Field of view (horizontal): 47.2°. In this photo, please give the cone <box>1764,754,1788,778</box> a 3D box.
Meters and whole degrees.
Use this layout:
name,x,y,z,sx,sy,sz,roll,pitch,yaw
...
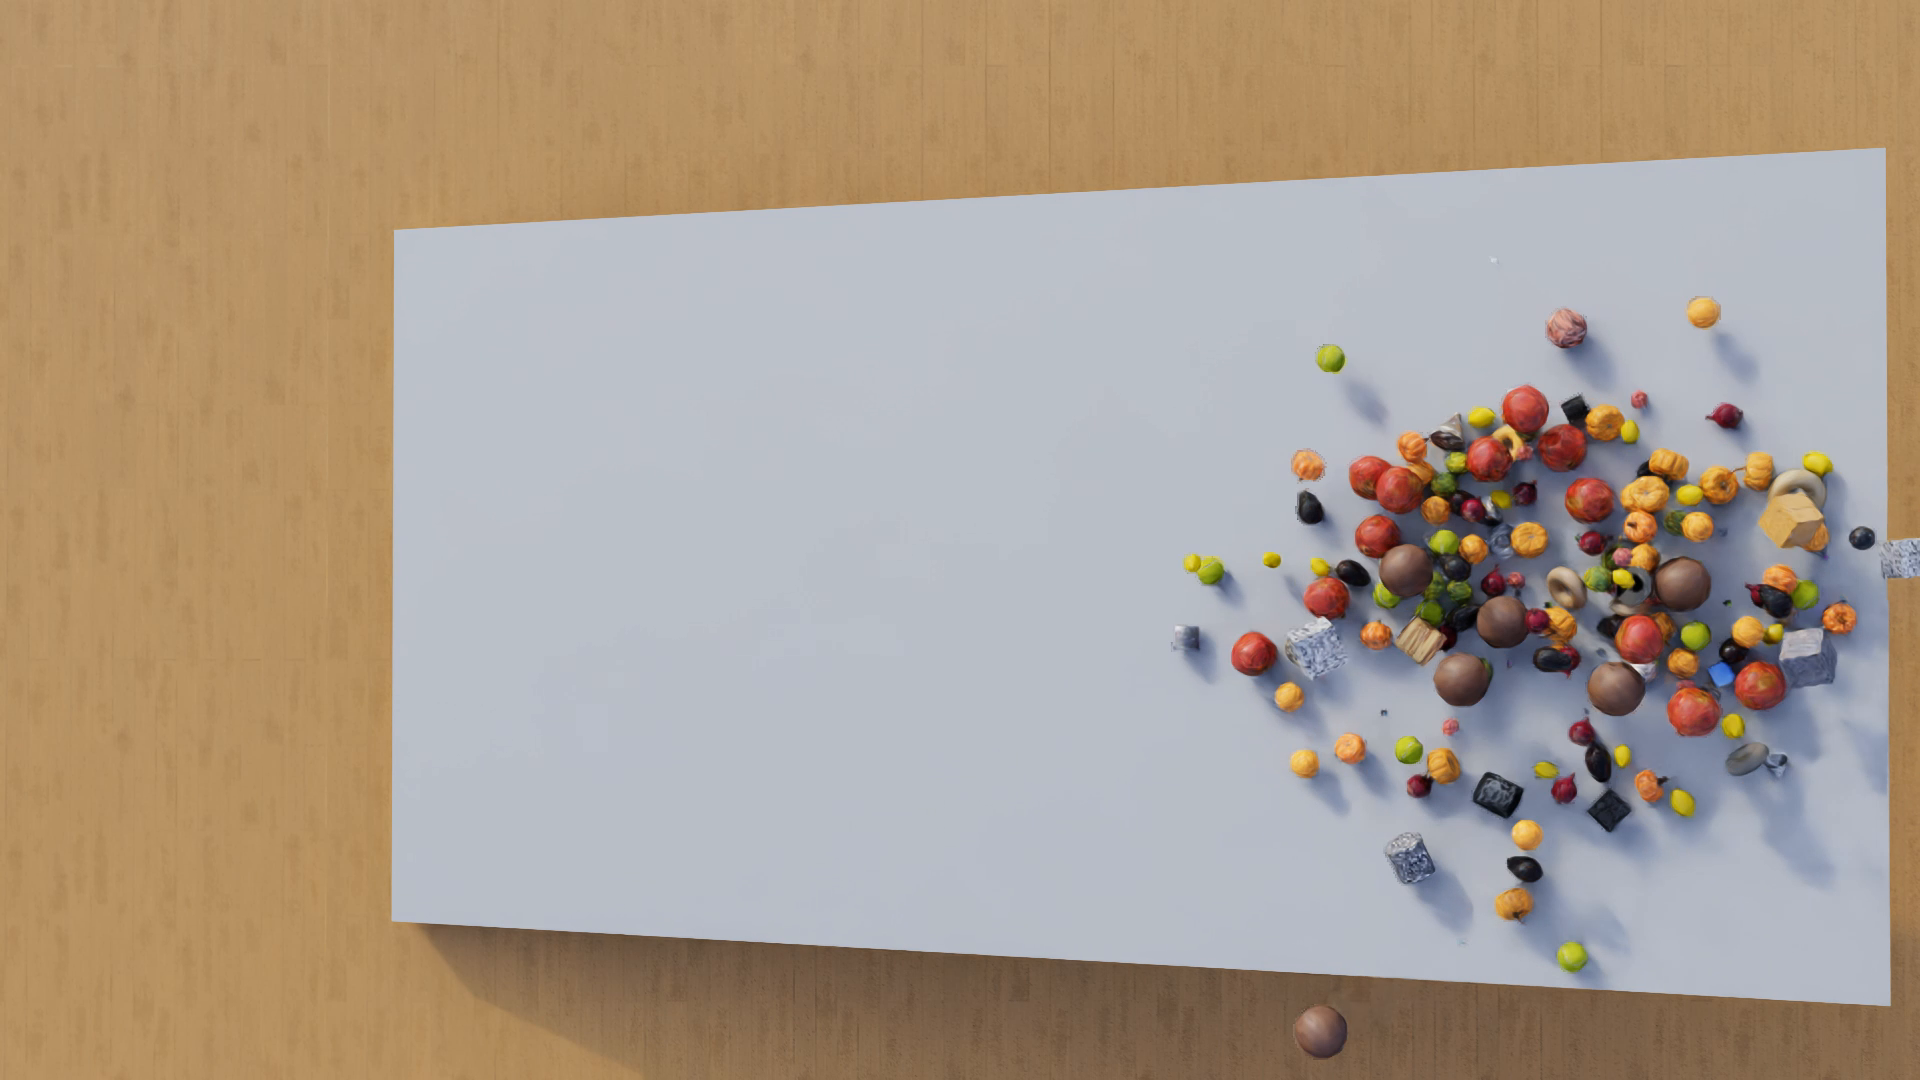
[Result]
name,x,y,z,sx,sy,sz,roll,pitch,yaw
cone,1.928,0.541,5.179,0.055,0.055,0.055,-27,113,0

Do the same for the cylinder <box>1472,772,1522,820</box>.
name,x,y,z,sx,sy,sz,roll,pitch,yaw
cylinder,1.306,0.620,5.341,0.087,0.087,0.087,29,89,29

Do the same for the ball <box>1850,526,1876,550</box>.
name,x,y,z,sx,sy,sz,roll,pitch,yaw
ball,2.079,-0.004,5.066,0.056,0.056,0.056,0,89,0

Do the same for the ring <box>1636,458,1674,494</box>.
name,x,y,z,sx,sy,sz,roll,pitch,yaw
ring,1.667,-0.152,5.273,0.086,0.029,0.086,2,94,20

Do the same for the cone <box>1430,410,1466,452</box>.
name,x,y,z,sx,sy,sz,roll,pitch,yaw
cone,1.215,-0.281,5.416,0.091,0.091,0.091,24,69,0

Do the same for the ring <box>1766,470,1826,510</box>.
name,x,y,z,sx,sy,sz,roll,pitch,yaw
ring,1.959,-0.103,5.147,0.134,0.045,0.134,4,117,7

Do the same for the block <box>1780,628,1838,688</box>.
name,x,y,z,sx,sy,sz,roll,pitch,yaw
block,1.936,0.269,5.018,0.091,0.091,0.091,-13,123,37

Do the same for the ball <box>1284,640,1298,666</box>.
name,x,y,z,sx,sy,sz,roll,pitch,yaw
ball,0.860,0.270,5.496,0.095,0.095,0.095,0,89,0

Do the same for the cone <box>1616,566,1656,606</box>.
name,x,y,z,sx,sy,sz,roll,pitch,yaw
cone,1.626,0.118,5.219,0.095,0.095,0.095,15,89,-39

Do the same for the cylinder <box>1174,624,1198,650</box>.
name,x,y,z,sx,sy,sz,roll,pitch,yaw
cylinder,0.577,0.249,5.605,0.061,0.061,0.061,2,91,0

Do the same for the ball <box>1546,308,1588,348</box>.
name,x,y,z,sx,sy,sz,roll,pitch,yaw
ball,1.465,-0.510,5.310,0.095,0.095,0.095,0,89,0

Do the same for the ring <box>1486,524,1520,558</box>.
name,x,y,z,sx,sy,sz,roll,pitch,yaw
ring,1.330,0.003,5.382,0.083,0.028,0.083,0,90,17

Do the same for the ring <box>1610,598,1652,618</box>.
name,x,y,z,sx,sy,sz,roll,pitch,yaw
ring,1.603,0.162,5.255,0.098,0.098,0.033,7,104,0

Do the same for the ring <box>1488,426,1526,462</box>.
name,x,y,z,sx,sy,sz,roll,pitch,yaw
ring,1.339,-0.233,5.382,0.088,0.029,0.088,0,89,17

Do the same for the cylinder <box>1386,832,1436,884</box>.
name,x,y,z,sx,sy,sz,roll,pitch,yaw
cylinder,1.104,0.780,5.388,0.092,0.092,0.092,-28,103,0

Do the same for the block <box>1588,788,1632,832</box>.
name,x,y,z,sx,sy,sz,roll,pitch,yaw
block,1.558,0.648,5.274,0.071,0.071,0.071,44,103,16

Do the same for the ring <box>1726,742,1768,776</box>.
name,x,y,z,sx,sy,sz,roll,pitch,yaw
ring,1.848,0.515,5.166,0.107,0.107,0.036,-35,95,0

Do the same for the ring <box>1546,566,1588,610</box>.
name,x,y,z,sx,sy,sz,roll,pitch,yaw
ring,1.464,0.117,5.301,0.038,0.115,0.115,-32,89,-22

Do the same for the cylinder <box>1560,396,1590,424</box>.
name,x,y,z,sx,sy,sz,roll,pitch,yaw
cylinder,1.489,-0.317,5.321,0.053,0.053,0.053,-27,89,16

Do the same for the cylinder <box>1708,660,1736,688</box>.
name,x,y,z,sx,sy,sz,roll,pitch,yaw
cylinder,1.805,0.316,5.211,0.051,0.051,0.051,-25,81,0

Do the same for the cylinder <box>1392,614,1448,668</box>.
name,x,y,z,sx,sy,sz,roll,pitch,yaw
cylinder,1.119,0.244,5.349,0.094,0.094,0.094,39,89,9

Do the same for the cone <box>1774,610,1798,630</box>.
name,x,y,z,sx,sy,sz,roll,pitch,yaw
cone,1.952,0.177,5.171,0.051,0.051,0.051,-32,89,3

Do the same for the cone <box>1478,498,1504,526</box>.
name,x,y,z,sx,sy,sz,roll,pitch,yaw
cone,1.297,-0.076,5.379,0.064,0.064,0.064,4,71,0

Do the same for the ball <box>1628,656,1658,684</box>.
name,x,y,z,sx,sy,sz,roll,pitch,yaw
ball,1.634,0.309,5.258,0.066,0.066,0.066,0,89,0

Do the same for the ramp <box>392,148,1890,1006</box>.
name,x,y,z,sx,sy,sz,roll,pitch,yaw
ramp,0.276,0.093,5.791,4.000,0.100,2.000,0,89,18

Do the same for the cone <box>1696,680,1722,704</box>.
name,x,y,z,sx,sy,sz,roll,pitch,yaw
cone,1.778,0.350,5.222,0.057,0.057,0.057,9,133,10

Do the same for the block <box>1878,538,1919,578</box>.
name,x,y,z,sx,sy,sz,roll,pitch,yaw
block,2.191,0.042,5.087,0.083,0.083,0.083,-8,91,-11

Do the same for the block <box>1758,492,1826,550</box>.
name,x,y,z,sx,sy,sz,roll,pitch,yaw
block,1.920,-0.045,5.080,0.087,0.087,0.087,-8,48,-25

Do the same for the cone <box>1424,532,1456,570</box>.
name,x,y,z,sx,sy,sz,roll,pitch,yaw
cone,1.173,0.037,5.427,0.084,0.084,0.084,11,121,0

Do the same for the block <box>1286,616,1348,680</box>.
name,x,y,z,sx,sy,sz,roll,pitch,yaw
block,0.826,0.250,5.088,0.097,0.097,0.097,-25,101,0
